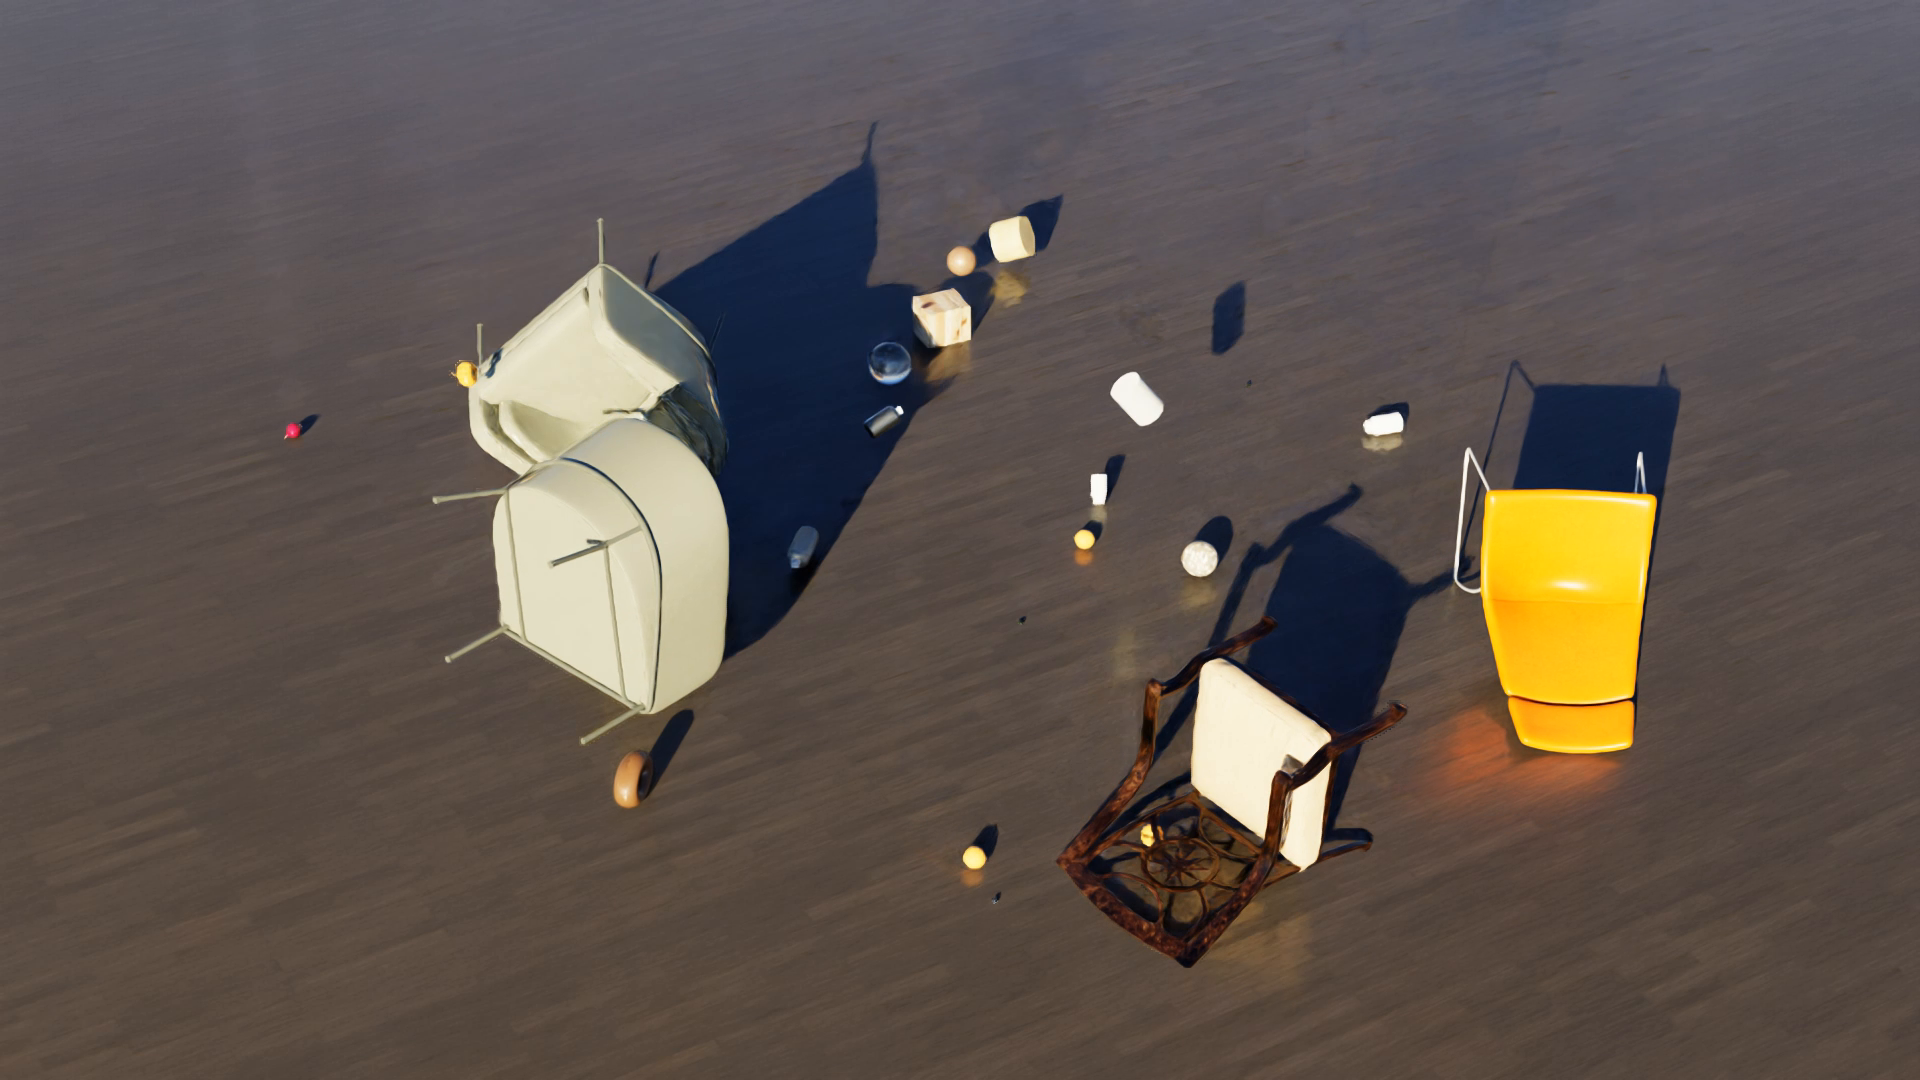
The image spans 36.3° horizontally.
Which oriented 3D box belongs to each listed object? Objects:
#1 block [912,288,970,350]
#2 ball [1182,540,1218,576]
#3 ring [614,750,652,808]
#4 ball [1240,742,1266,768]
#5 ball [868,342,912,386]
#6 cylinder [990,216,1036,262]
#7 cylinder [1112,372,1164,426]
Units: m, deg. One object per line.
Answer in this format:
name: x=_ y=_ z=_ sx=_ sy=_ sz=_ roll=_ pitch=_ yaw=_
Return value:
block: x=-0.078 y=-0.920 z=12.194 sx=0.190 sy=0.161 sz=0.165 roll=-14 pitch=36 yaw=-20
ball: x=0.878 y=0.068 z=10.719 sx=0.134 sy=0.134 sz=0.134 roll=0 pitch=33 yaw=0
ring: x=-1.072 y=0.782 z=9.619 sx=0.082 sy=0.157 sz=0.213 roll=5 pitch=47 yaw=14
ball: x=0.976 y=0.716 z=9.774 sx=0.092 sy=0.092 sz=0.092 roll=0 pitch=33 yaw=0
ball: x=-0.284 y=-0.715 z=11.868 sx=0.177 sy=0.177 sz=0.177 roll=0 pitch=33 yaw=0
cylinder: x=0.228 y=-1.304 z=12.706 sx=0.148 sy=0.180 sz=0.128 roll=-10 pitch=5 yaw=31
cylinder: x=0.648 y=-0.514 z=10.700 sx=0.123 sy=0.192 sz=0.091 roll=-42 pitch=45 yaw=5
